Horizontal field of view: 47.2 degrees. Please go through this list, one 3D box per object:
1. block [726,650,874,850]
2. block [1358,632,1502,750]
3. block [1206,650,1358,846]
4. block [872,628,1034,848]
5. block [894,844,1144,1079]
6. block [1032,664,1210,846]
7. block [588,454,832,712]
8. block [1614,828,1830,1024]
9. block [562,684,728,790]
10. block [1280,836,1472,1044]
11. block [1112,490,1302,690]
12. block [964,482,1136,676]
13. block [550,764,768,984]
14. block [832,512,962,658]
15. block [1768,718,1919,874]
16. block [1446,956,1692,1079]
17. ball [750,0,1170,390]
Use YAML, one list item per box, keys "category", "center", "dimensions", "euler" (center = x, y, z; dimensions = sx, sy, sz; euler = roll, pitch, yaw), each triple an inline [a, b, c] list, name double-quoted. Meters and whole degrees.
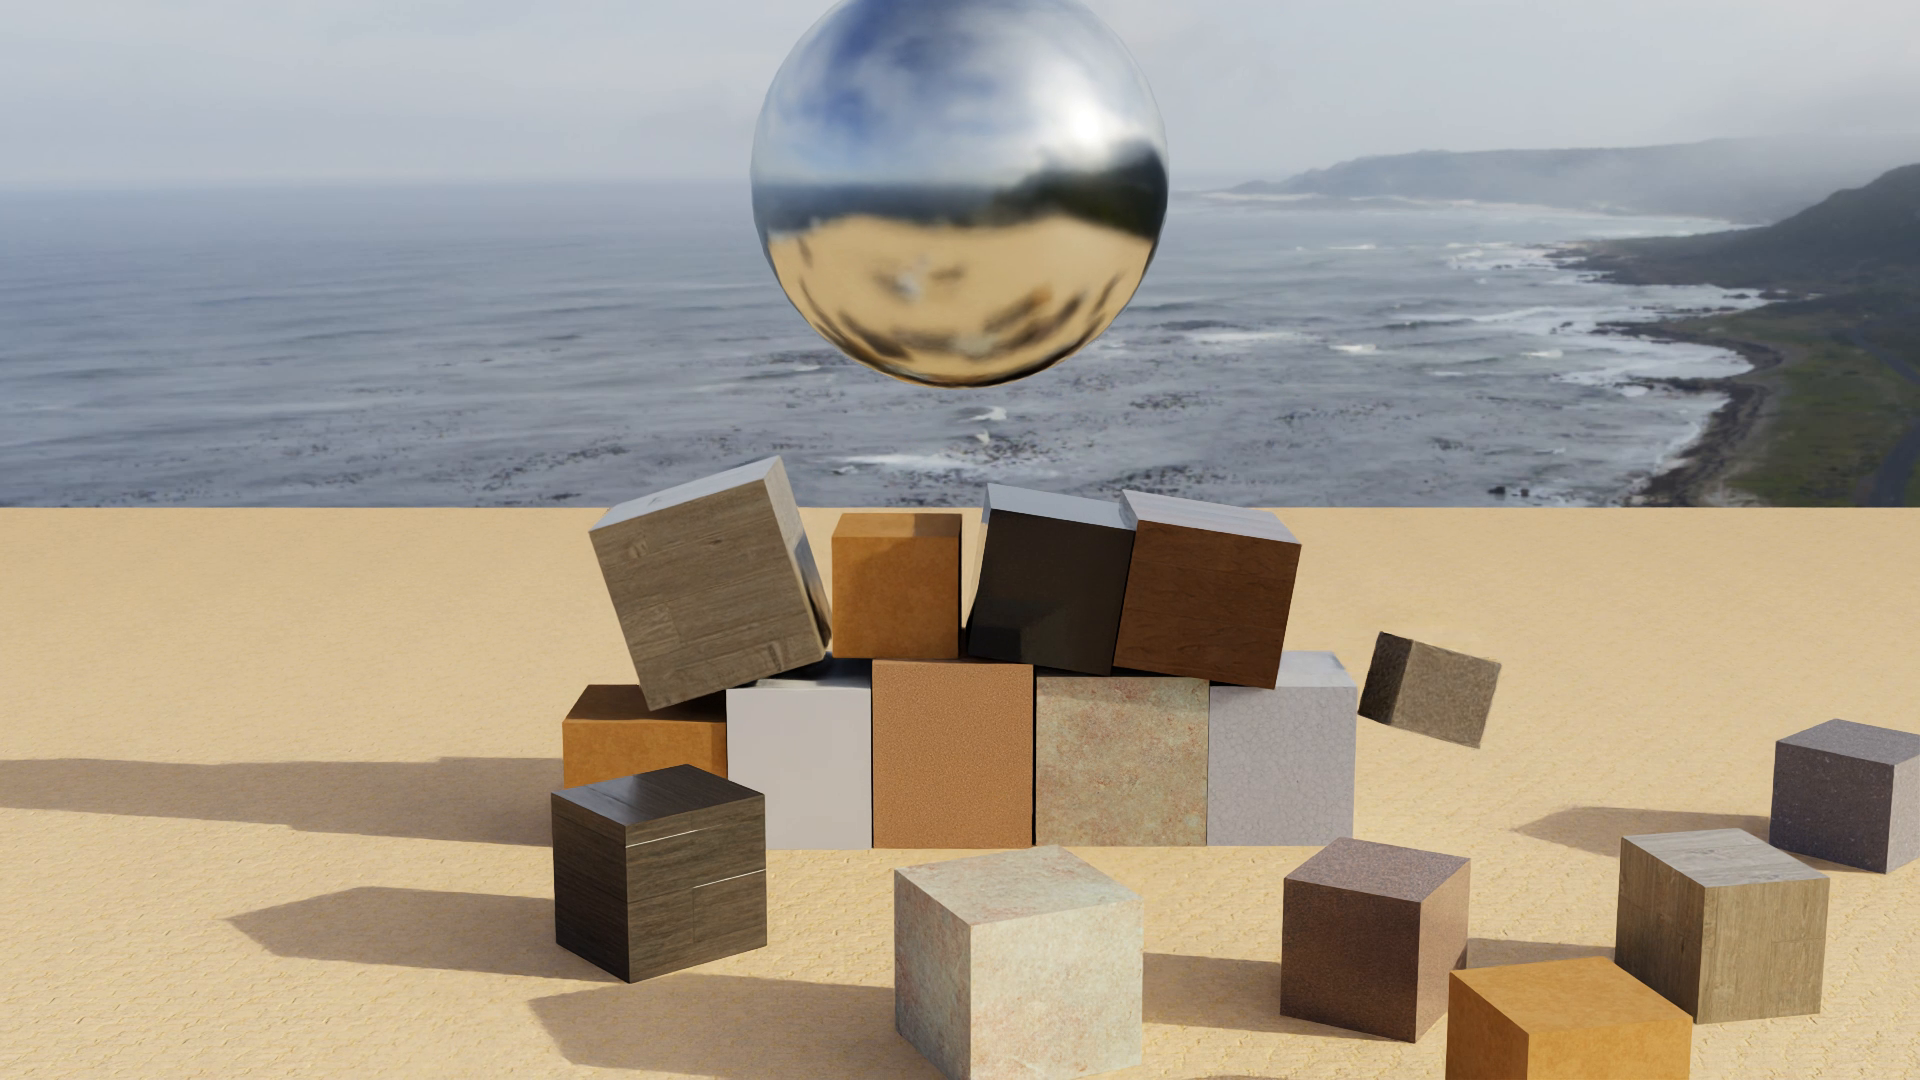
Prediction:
- category: "block"
  center: [-0.798, 1.072, 11.365]
  dimensions: [0.712, 0.826, 0.843]
  euler: [0, 10, 0]
- category: "block"
  center: [2.440, 0.780, 11.463]
  dimensions: [0.495, 0.455, 0.481]
  euler: [15, 0, -10]
- category: "block"
  center: [1.610, 1.065, 11.390]
  dimensions: [0.736, 0.828, 0.781]
  euler: [0, 10, 0]
- category: "block"
  center: [-0.034, 1.007, 11.364]
  dimensions: [0.794, 0.952, 0.836]
  euler: [0, 10, 0]
- category: "block"
  center: [0.218, 1.658, 8.566]
  dimensions: [0.724, 0.674, 0.714]
  euler: [-5, 11, -24]
- category: "block"
  center: [0.809, 1.042, 11.383]
  dimensions: [0.857, 0.878, 0.792]
  euler: [0, 10, 0]
- category: "block"
  center: [-1.240, 0.203, 11.203]
  dimensions: [0.903, 0.949, 0.817]
  euler: [-17, 10, 4]
- category: "block"
  center: [3.163, 1.596, 9.168]
  dimensions: [0.554, 0.579, 0.667]
  euler: [-2, 11, -12]
- category: "block"
  center: [-1.570, 1.158, 11.371]
  dimensions: [0.815, 0.652, 0.784]
  euler: [0, 10, 0]
- category: "block"
  center: [1.705, 1.623, 9.011]
  dimensions: [0.572, 0.583, 0.622]
  euler: [6, 12, 30]
- category: "block"
  center: [1.204, 0.235, 11.241]
  dimensions: [0.811, 0.740, 0.944]
  euler: [9, 10, -2]
- category: "block"
  center: [0.442, 0.187, 11.192]
  dimensions: [0.715, 0.741, 0.797]
  euler: [9, 10, -2]
- category: "block"
  center: [-1.320, 1.448, 9.662]
  dimensions: [0.704, 0.695, 0.623]
  euler: [-8, 13, -39]
- category: "block"
  center: [-0.313, 0.225, 11.285]
  dimensions: [0.629, 0.616, 0.707]
  euler: [0, 10, 1]
- category: "block"
  center: [4.513, 1.273, 11.032]
  dimensions: [0.642, 0.548, 0.600]
  euler: [-10, 14, -42]
- category: "block"
  center: [2.118, 1.863, 7.712]
  dimensions: [0.610, 0.575, 0.586]
  euler: [-3, 11, -14]
- category: "ball"
  center: [0.000, -1.375, 8.384]
  dimensions: [1.600, 1.600, 1.600]
  euler: [0, 10, 0]
